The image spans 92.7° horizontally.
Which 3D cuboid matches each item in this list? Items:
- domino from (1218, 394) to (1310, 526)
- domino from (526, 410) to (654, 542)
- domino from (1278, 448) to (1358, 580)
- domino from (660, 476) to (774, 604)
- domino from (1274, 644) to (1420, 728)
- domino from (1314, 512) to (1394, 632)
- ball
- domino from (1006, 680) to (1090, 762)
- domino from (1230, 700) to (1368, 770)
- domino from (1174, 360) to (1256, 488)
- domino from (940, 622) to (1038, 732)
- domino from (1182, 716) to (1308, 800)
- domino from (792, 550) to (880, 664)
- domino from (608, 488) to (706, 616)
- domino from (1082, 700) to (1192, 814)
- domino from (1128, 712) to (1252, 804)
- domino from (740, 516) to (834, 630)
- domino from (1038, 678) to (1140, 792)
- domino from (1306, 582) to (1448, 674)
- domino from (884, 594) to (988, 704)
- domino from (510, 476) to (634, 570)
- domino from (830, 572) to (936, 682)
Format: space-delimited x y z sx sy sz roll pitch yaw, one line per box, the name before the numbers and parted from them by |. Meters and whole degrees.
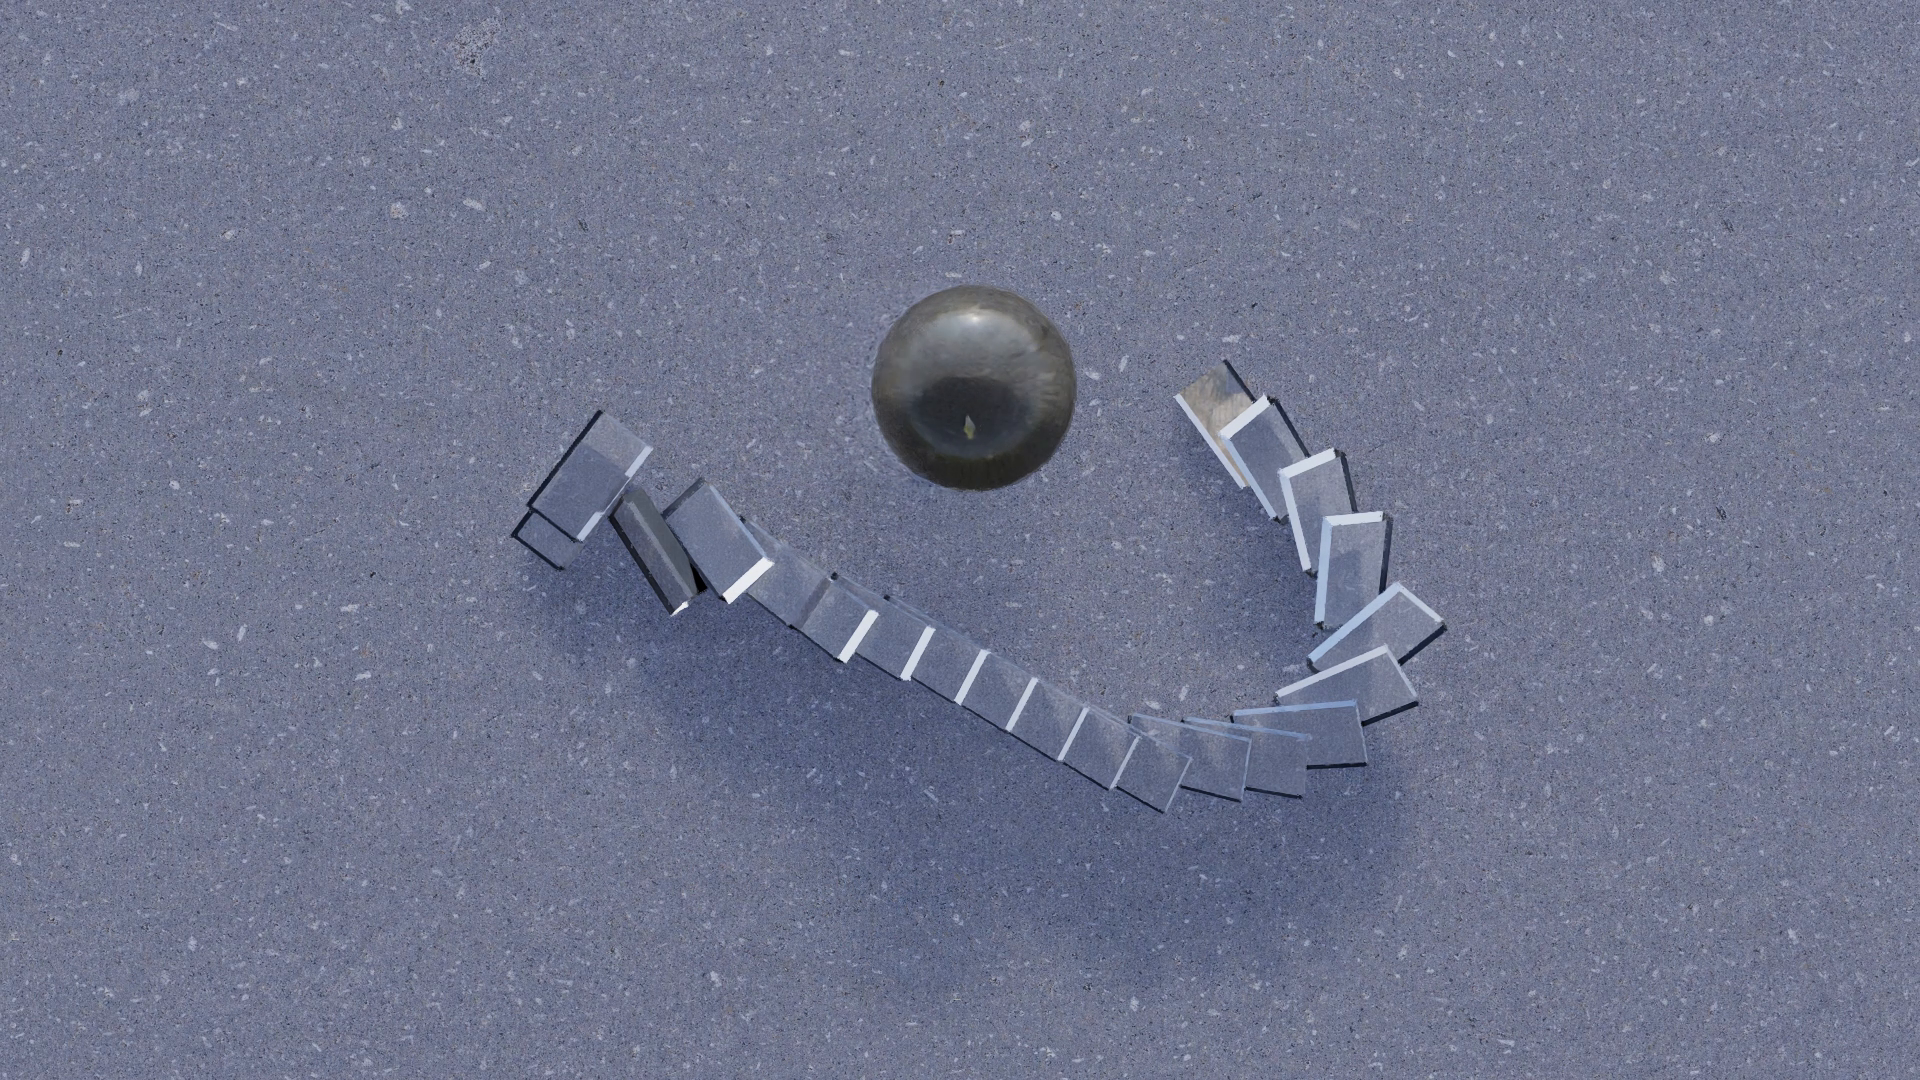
domino | 0.132 -0.033 0.384 0.025 0.009 0.050 -39 114 1
domino | -0.156 -0.027 0.386 0.025 0.010 0.050 37 90 0
domino | 0.153 -0.011 0.386 0.025 0.010 0.050 -23 113 0
domino | -0.103 0.000 0.386 0.025 0.009 0.050 -42 67 0
domino | 0.161 0.066 0.384 0.050 0.009 0.025 -32 90 28
domino | 0.165 0.014 0.386 0.025 0.010 0.050 -5 114 0
ball | 0.005 -0.059 0.360 0.080 0.080 0.080 0 90 0
domino | 0.026 0.069 0.385 0.050 0.010 0.025 27 90 24
domino | 0.142 0.083 0.385 0.050 0.009 0.025 -11 90 26
domino | 0.118 -0.050 0.395 0.025 0.009 0.050 -36 90 0
domino | 0.005 0.057 0.386 0.050 0.010 0.025 28 90 24
domino | 0.118 0.091 0.385 0.050 0.010 0.025 4 91 26
domino | -0.061 0.027 0.386 0.050 0.010 0.025 33 90 24
domino | -0.128 0.005 0.387 0.010 0.025 0.050 -33 90 -40
domino | 0.069 0.091 0.385 0.050 0.009 0.025 26 91 25
domino | 0.094 0.091 0.385 0.050 0.009 0.025 9 90 26
domino | -0.080 0.014 0.386 0.050 0.009 0.025 33 90 24
domino | 0.047 0.081 0.385 0.050 0.009 0.025 27 91 24
domino | 0.173 0.043 0.384 0.025 0.010 0.050 39 118 -1
domino | -0.016 0.046 0.386 0.050 0.009 0.025 28 90 24
domino | -0.167 -0.015 0.395 0.025 0.010 0.050 37 90 0
domino | -0.038 0.036 0.386 0.050 0.010 0.025 28 90 24
